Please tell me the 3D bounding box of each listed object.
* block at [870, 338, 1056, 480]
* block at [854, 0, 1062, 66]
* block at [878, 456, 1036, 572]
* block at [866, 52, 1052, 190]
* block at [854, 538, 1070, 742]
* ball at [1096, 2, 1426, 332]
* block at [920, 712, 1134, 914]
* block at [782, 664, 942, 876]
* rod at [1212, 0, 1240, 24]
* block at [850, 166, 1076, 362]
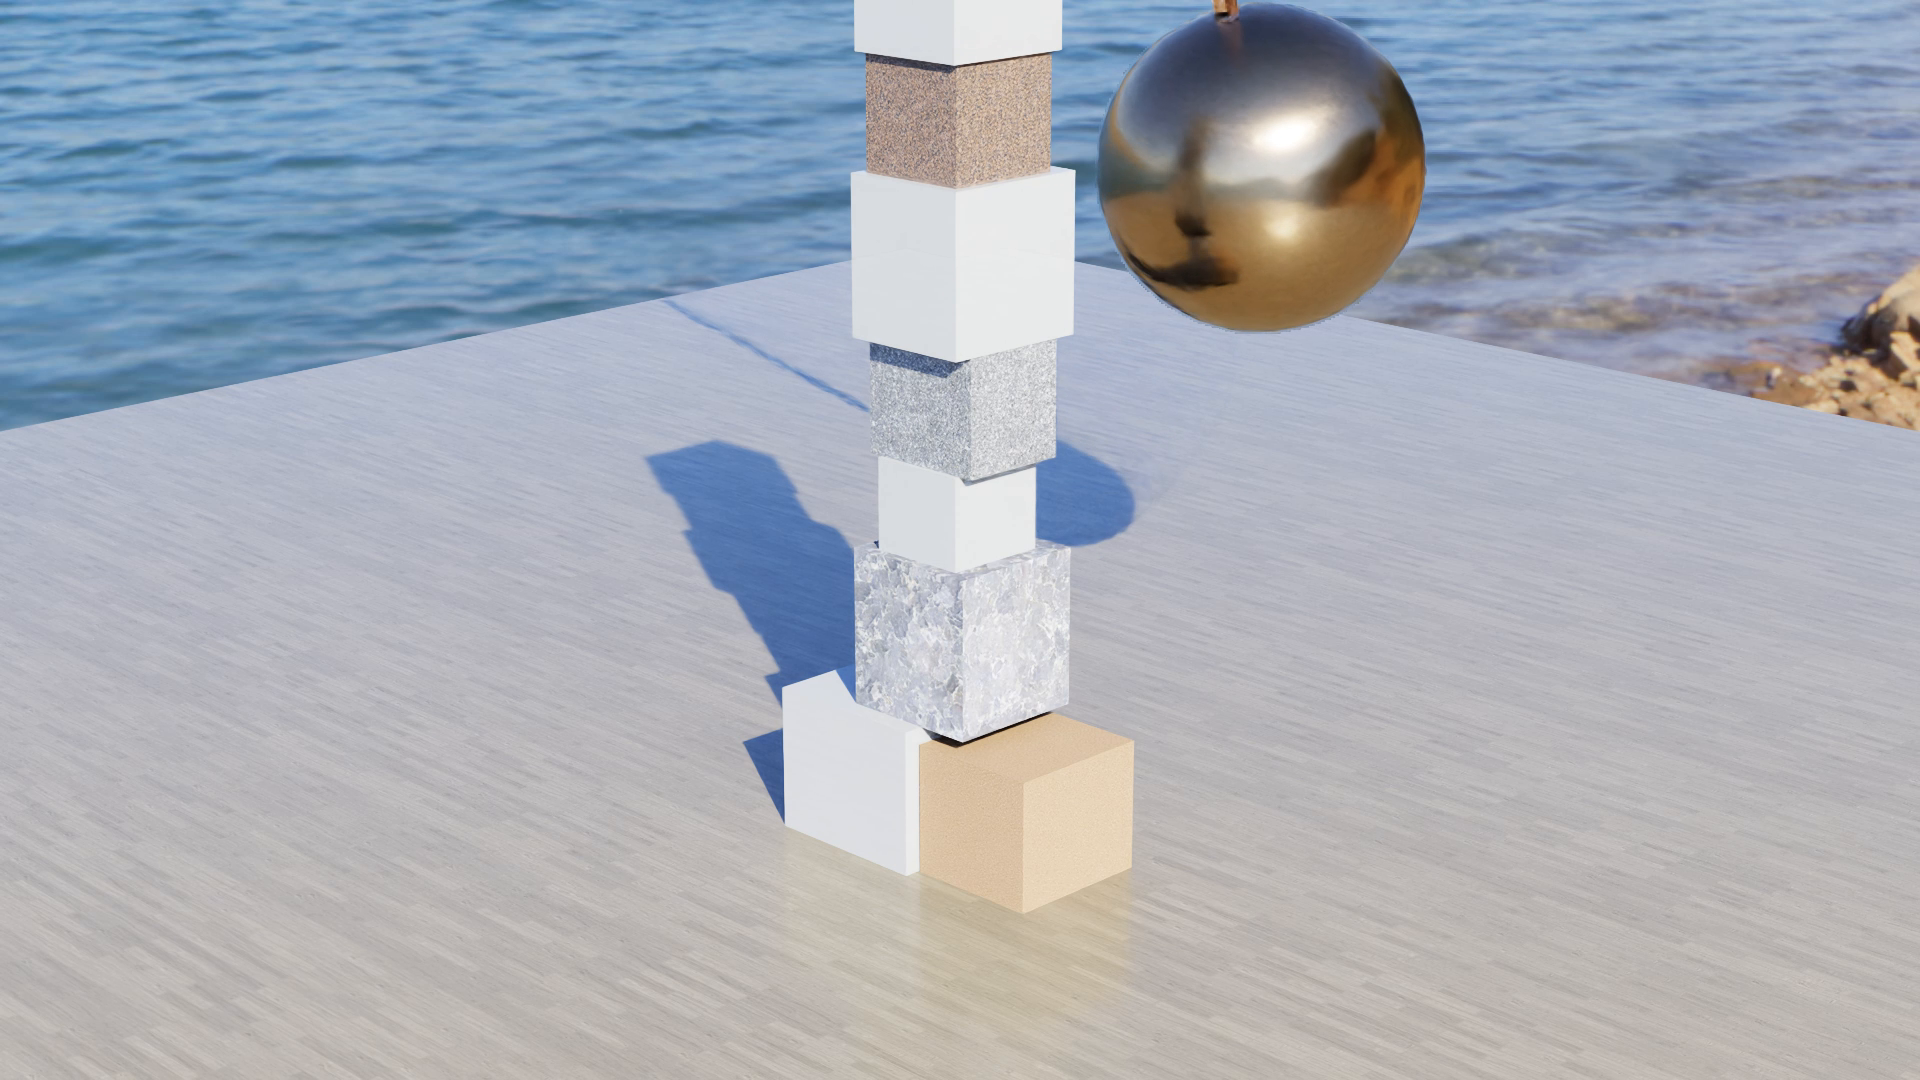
[{"bbox_3d":[0.013,-0.647,13.152,0.541,0.551,0.639,-17,24,-42],"label":"block"},{"bbox_3d":[-0.007,-2.384,12.585,0.656,0.563,0.609,-17,24,-42],"label":"block"},{"bbox_3d":[-0.013,-0.168,13.275,0.511,0.436,0.493,-17,24,-42],"label":"block"},{"bbox_3d":[-0.006,-1.862,12.750,0.583,0.531,0.555,-17,24,-42],"label":"block"},{"bbox_3d":[0.010,0.395,13.477,0.693,0.759,0.701,-17,24,-42],"label":"block"},{"bbox_3d":[1.467,-1.813,14.309,1.600,1.600,1.600,0,17,0],"label":"ball"},{"bbox_3d":[0.304,1.219,13.419,0.726,0.627,0.655,-17,24,-42],"label":"block"},{"bbox_3d":[-0.246,1.029,13.900,0.835,0.703,0.833,-17,24,-42],"label":"block"},{"bbox_3d":[0.636,-4.607,12.560,0.080,5.200,0.080,17,44,42],"label":"rod"},{"bbox_3d":[0.014,-1.263,12.960,0.740,0.739,0.651,-17,24,-42],"label":"block"}]
